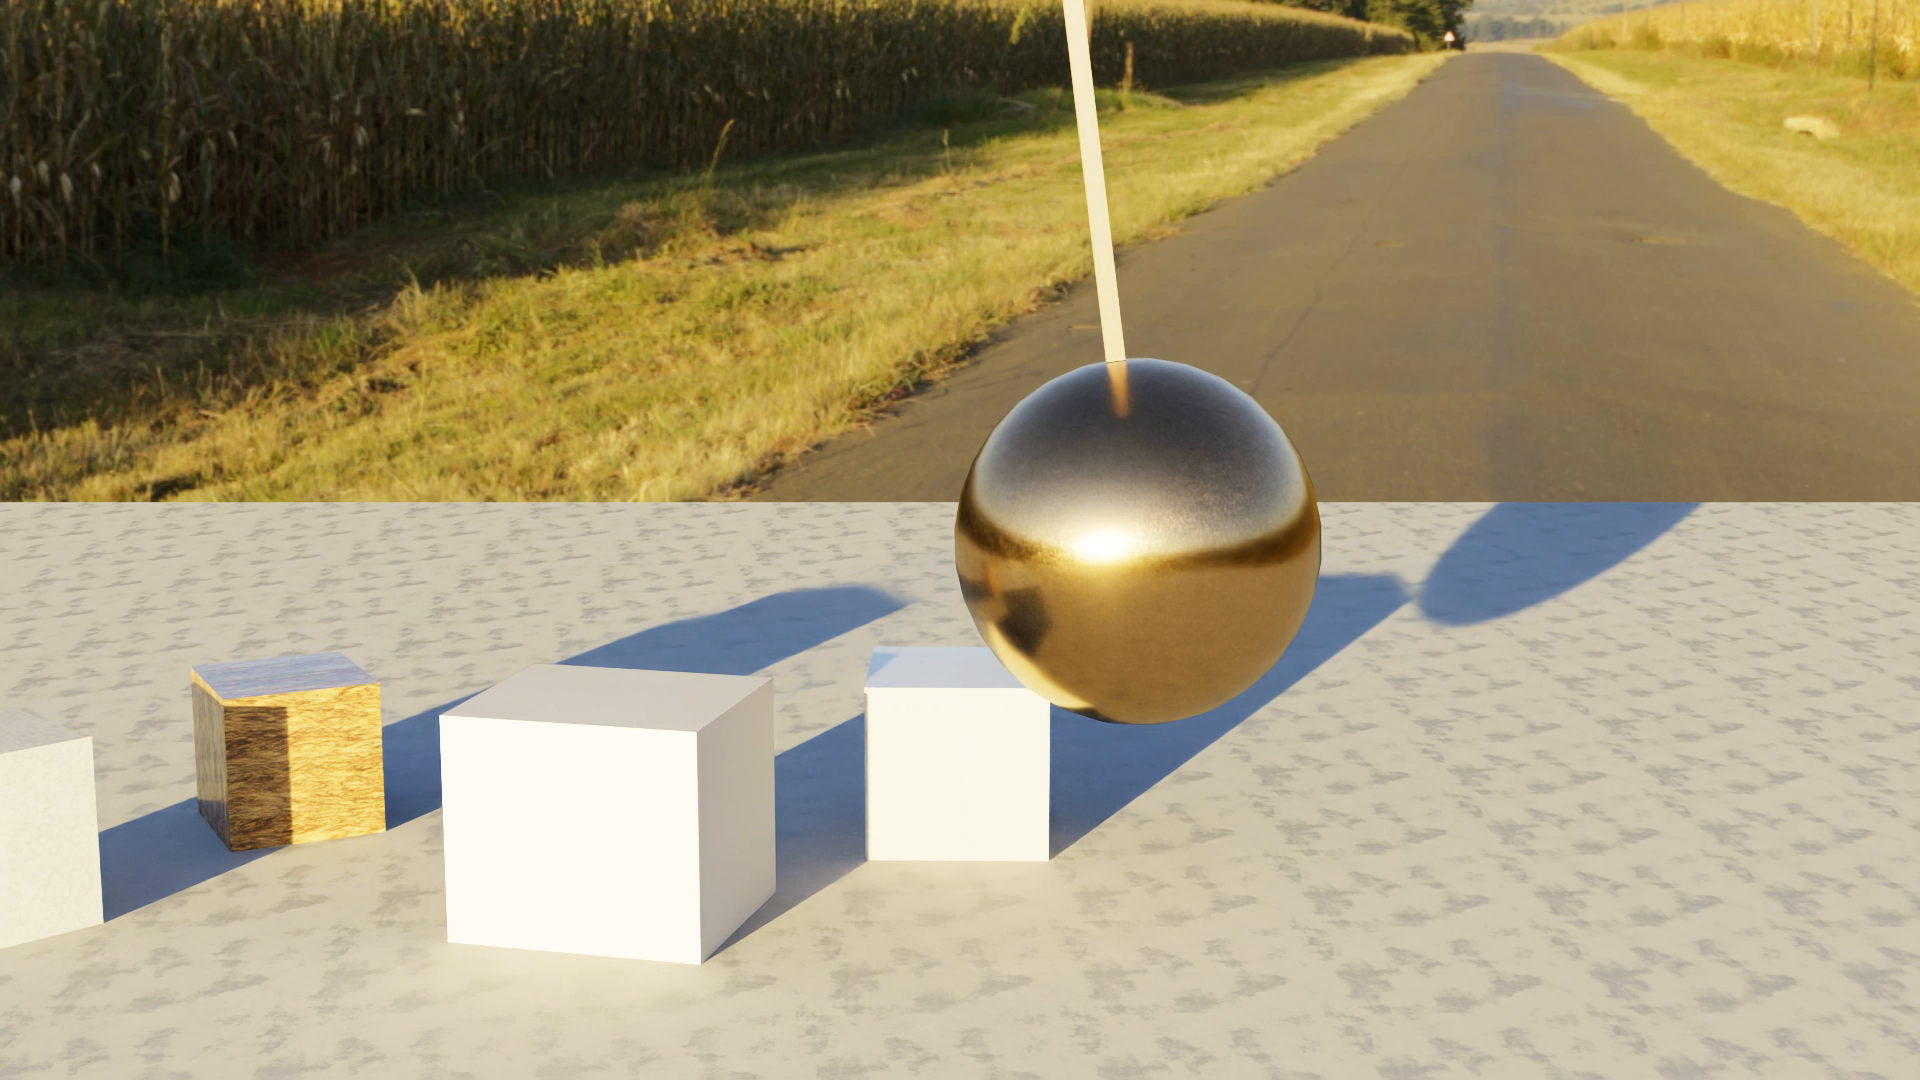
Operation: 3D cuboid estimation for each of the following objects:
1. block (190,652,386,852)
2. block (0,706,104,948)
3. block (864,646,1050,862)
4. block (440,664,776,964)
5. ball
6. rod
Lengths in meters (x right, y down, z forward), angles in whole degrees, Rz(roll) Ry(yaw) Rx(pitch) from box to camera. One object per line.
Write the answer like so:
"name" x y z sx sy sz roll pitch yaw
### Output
"block" -3.184 0.986 12.141 0.713 0.716 0.745 -5 12 -27
"block" -4.117 1.211 10.651 0.736 0.806 0.768 10 14 43
"block" -0.006 0.980 11.938 0.827 0.800 0.842 0 10 1
"block" -1.449 1.118 10.746 1.095 0.955 0.957 3 11 14
"ball" 0.773 0.006 11.181 1.600 1.600 1.600 0 10 0
"rod" 0.335 -3.311 10.578 0.080 5.200 0.080 -7 10 1
